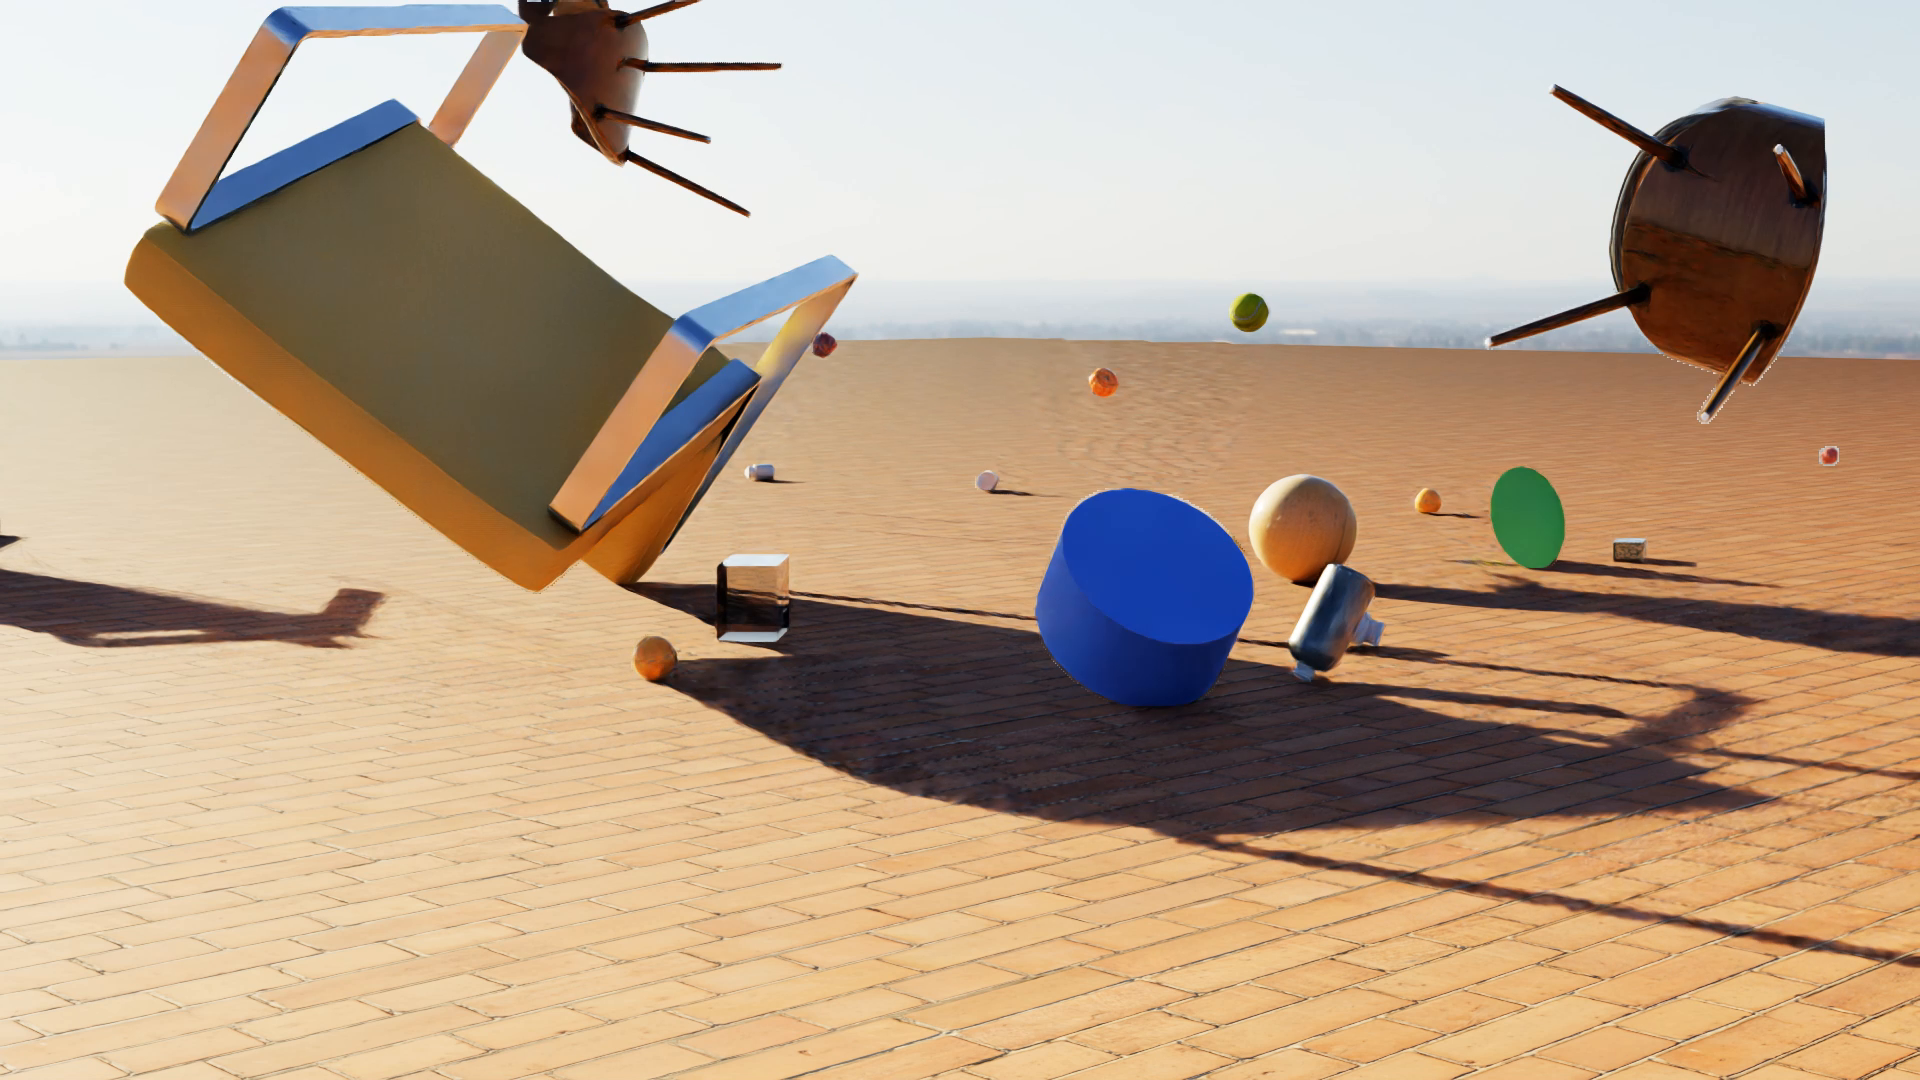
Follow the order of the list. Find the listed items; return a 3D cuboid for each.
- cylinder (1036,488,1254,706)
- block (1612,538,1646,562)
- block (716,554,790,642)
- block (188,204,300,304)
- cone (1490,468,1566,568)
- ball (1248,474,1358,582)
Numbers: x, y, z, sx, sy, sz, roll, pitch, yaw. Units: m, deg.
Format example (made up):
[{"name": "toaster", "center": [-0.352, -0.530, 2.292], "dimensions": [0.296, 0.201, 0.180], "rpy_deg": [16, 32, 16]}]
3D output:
[{"name": "cylinder", "center": [0.285, 0.090, 3.980], "dimensions": [0.298, 0.157, 0.318], "rpy_deg": [-19, 57, -32]}, {"name": "block", "center": [1.557, 0.023, 5.963], "dimensions": [0.066, 0.045, 0.105], "rpy_deg": [2, 6, 19]}, {"name": "block", "center": [-0.380, 0.106, 4.723], "dimensions": [0.109, 0.136, 0.189], "rpy_deg": [0, 6, 3]}, {"name": "block", "center": [-1.774, -0.707, 6.362], "dimensions": [0.176, 0.177, 0.149], "rpy_deg": [34, 3, -5]}, {"name": "cone", "center": [1.315, -0.007, 5.930], "dimensions": [0.159, 0.251, 0.256], "rpy_deg": [-12, -23, 9]}, {"name": "ball", "center": [0.739, -0.025, 5.526], "dimensions": [0.232, 0.232, 0.232], "rpy_deg": [0, 6, 0]}]
